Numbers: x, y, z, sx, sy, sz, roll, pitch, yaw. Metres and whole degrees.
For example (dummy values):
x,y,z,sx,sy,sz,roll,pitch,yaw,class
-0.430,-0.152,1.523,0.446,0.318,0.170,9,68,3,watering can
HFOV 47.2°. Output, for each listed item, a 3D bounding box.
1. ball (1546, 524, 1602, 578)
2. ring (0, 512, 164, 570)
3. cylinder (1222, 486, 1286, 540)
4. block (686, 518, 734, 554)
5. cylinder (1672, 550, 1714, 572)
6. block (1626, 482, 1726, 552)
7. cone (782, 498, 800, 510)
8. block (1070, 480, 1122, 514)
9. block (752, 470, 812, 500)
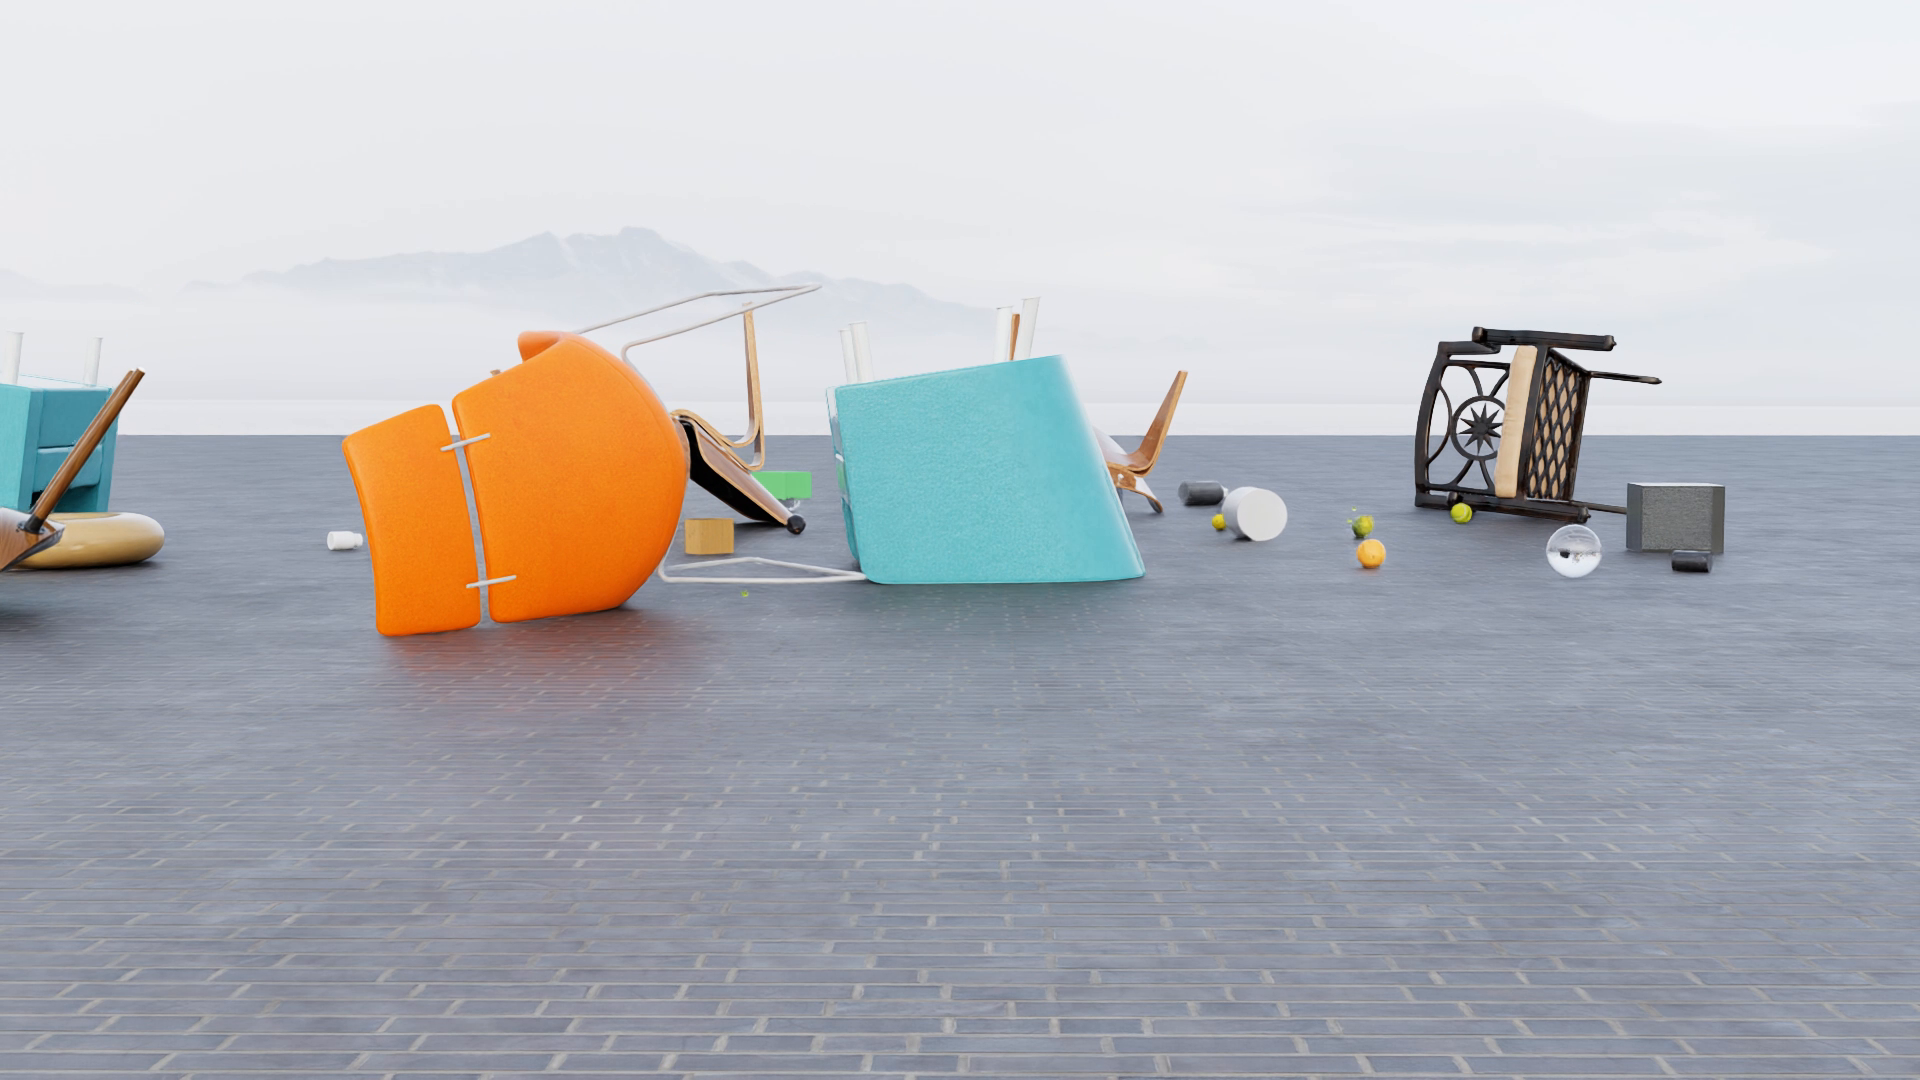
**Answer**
x,y,z,sx,sy,sz,roll,pitch,yaw,class
1.459,0.027,5.223,0.127,0.127,0.127,0,4,0,ball
-2.311,0.001,5.650,0.506,0.125,0.522,-3,4,-26,ring
0.881,-0.079,6.586,0.150,0.155,0.175,-44,8,-3,cylinder
-0.687,-0.011,6.028,0.111,0.094,0.069,-3,5,-41,block
1.805,0.053,5.421,0.087,0.049,0.057,3,14,33,cylinder
1.992,-0.063,6.131,0.219,0.183,0.197,0,4,4,block
-0.629,-0.122,8.155,0.068,0.050,0.047,-24,32,13,cone
0.498,-0.157,8.023,0.153,0.111,0.209,1,4,15,block
-0.737,-0.229,9.099,0.188,0.106,0.158,3,5,40,block
